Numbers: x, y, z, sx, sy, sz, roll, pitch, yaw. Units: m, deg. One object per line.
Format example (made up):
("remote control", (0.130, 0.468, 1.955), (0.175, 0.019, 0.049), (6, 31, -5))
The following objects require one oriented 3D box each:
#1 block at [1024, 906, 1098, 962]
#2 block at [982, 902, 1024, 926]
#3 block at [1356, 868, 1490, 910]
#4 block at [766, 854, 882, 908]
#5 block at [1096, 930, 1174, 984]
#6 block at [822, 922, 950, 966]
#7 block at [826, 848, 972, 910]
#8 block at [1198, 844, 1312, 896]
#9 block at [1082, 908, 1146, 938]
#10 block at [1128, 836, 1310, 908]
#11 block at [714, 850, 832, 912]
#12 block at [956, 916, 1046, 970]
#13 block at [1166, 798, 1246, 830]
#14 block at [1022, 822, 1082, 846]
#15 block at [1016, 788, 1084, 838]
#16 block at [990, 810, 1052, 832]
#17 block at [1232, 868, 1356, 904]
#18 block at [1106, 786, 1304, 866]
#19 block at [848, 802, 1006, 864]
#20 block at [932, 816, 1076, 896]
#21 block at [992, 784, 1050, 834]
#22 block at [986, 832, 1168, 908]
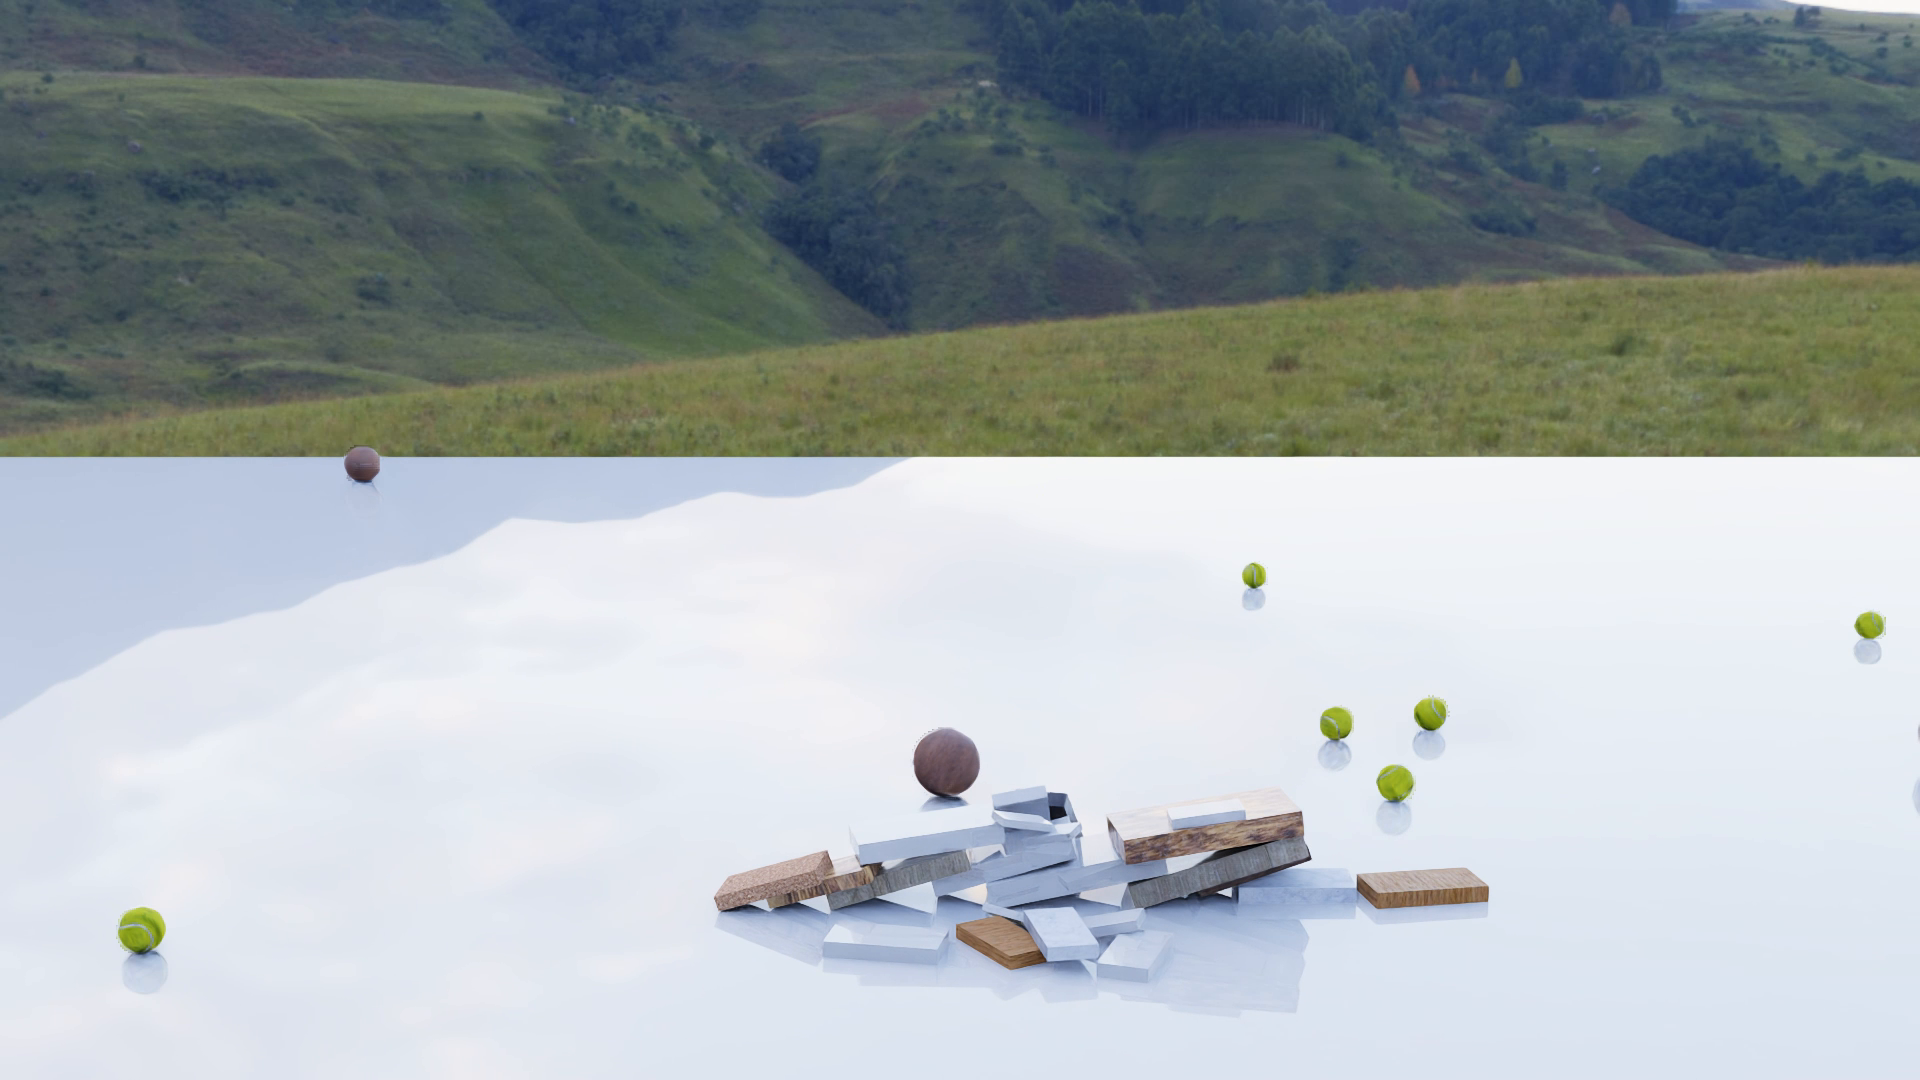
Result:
("block", (0.155, 0.607, 3.391), (0.080, 0.023, 0.159), (-2, 11, -11))
("block", (0.084, 0.601, 3.513), (0.091, 0.013, 0.045), (8, -18, 38))
("block", (0.768, 0.578, 3.657), (0.193, 0.027, 0.097), (-2, 11, -10))
("block", (-0.223, 0.555, 3.608), (0.180, 0.026, 0.090), (-16, 10, 15))
("block", (0.269, 0.635, 3.367), (0.080, 0.023, 0.159), (4, 11, 19))
("block", (-0.114, 0.625, 3.411), (0.180, 0.025, 0.090), (2, 11, 11))
("block", (-0.101, 0.543, 3.640), (0.240, 0.034, 0.120), (-17, 10, 3))
("block", (0.482, 0.539, 3.675), (0.194, 0.027, 0.097), (-18, 10, -1))
("block", (0.228, 0.605, 3.458), (0.120, 0.017, 0.060), (-12, 6, 18))
("block", (0.421, 0.527, 3.651), (0.295, 0.042, 0.148), (-18, 10, 3))
("block", (-0.306, 0.558, 3.602), (0.180, 0.026, 0.090), (-17, 10, 13))
("block", (0.069, 0.625, 3.418), (0.080, 0.023, 0.159), (-6, 12, -30))
("block", (0.399, 0.444, 3.567), (0.120, 0.017, 0.060), (-8, 10, -2))
("block", (0.151, 0.483, 3.611), (0.091, 0.013, 0.045), (-11, 12, 30))
("block", (0.156, 0.490, 3.796), (0.091, 0.183, 0.026), (4, 55, 19))
("block", (0.101, 0.460, 3.600), (0.091, 0.013, 0.045), (10, 7, -28))
("block", (0.556, 0.576, 3.668), (0.194, 0.027, 0.097), (0, 11, 0))
("block", (0.400, 0.467, 3.607), (0.295, 0.042, 0.148), (-9, 10, -6))
("block", (-0.056, 0.483, 3.625), (0.240, 0.034, 0.120), (-7, 11, -10))
("block", (0.072, 0.524, 3.651), (0.240, 0.034, 0.120), (-16, 10, 4))
("block", (0.108, 0.489, 3.726), (0.091, 0.183, 0.026), (-10, 46, -2))
("block", (0.191, 0.541, 3.654), (0.295, 0.042, 0.148), (-12, 10, 2))
